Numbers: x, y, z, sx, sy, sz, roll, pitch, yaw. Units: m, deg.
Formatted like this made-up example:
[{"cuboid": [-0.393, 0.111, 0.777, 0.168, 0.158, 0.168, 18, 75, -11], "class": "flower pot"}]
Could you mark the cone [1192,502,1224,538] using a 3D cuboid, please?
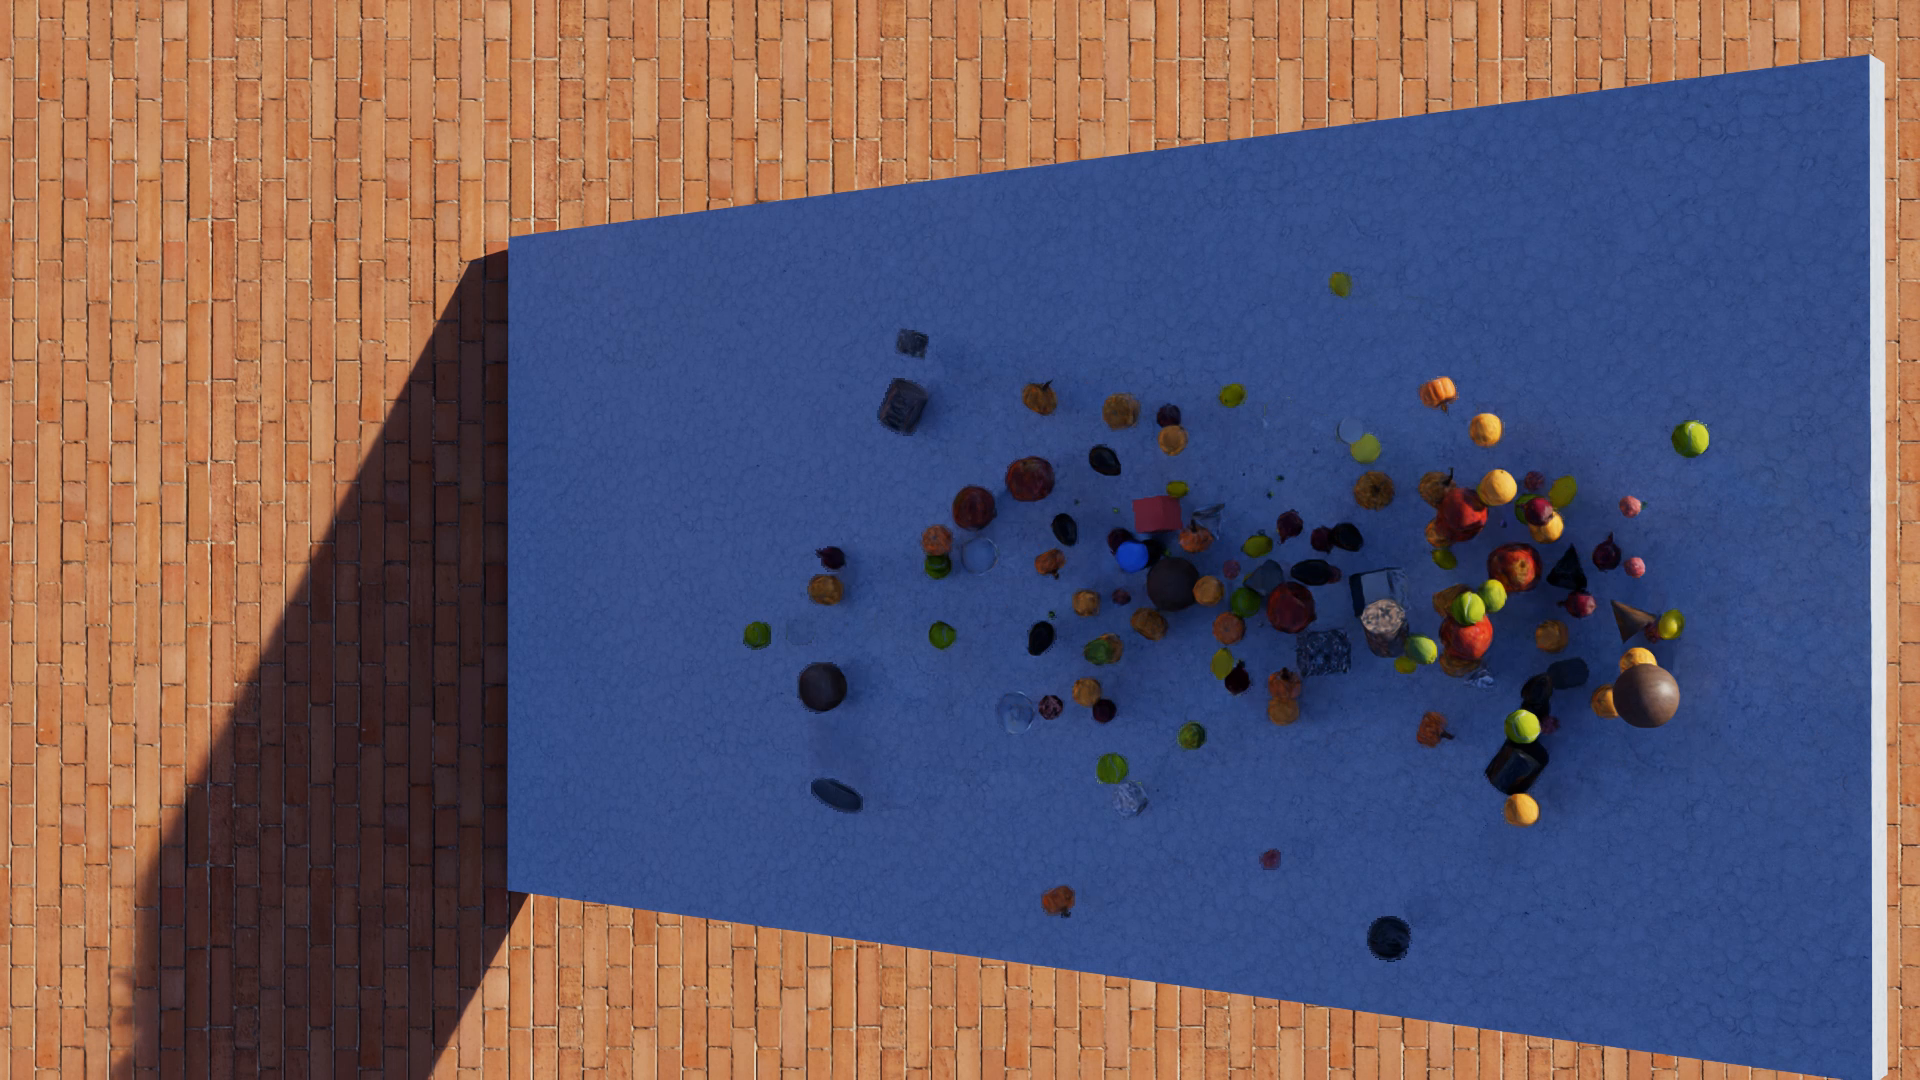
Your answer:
[{"cuboid": [0.592, -0.035, 5.143, 0.080, 0.080, 0.080, -20, 102, 0], "class": "cone"}]

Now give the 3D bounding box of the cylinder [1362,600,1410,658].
[{"cuboid": [0.906, 0.189, 4.676, 0.090, 0.090, 0.090, -11, 47, 13], "class": "cylinder"}]

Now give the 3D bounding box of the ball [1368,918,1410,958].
[{"cuboid": [0.947, 0.878, 4.850, 0.090, 0.090, 0.090, 0, 90, 0], "class": "ball"}]

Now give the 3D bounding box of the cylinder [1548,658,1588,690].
[{"cuboid": [1.272, 0.280, 4.603, 0.059, 0.059, 0.059, -10, 90, -31], "class": "cylinder"}]

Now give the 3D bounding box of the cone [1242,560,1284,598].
[{"cuboid": [0.680, 0.094, 5.037, 0.088, 0.088, 0.088, 11, 74, -43], "class": "cone"}]

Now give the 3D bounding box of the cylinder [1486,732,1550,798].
[{"cuboid": [1.180, 0.476, 4.657, 0.097, 0.097, 0.097, 26, 121, 0], "class": "cylinder"}]

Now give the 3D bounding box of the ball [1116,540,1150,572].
[{"cuboid": [0.407, 0.038, 5.197, 0.079, 0.079, 0.079, 0, 90, 0], "class": "ball"}]

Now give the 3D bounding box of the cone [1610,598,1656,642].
[{"cuboid": [1.365, 0.152, 4.519, 0.086, 0.086, 0.086, -42, 78, 0], "class": "cone"}]

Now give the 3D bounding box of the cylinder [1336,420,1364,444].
[{"cuboid": [0.853, -0.238, 4.820, 0.053, 0.053, 0.053, 0, 92, 2], "class": "cylinder"}]

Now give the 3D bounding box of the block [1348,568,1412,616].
[{"cuboid": [0.930, 0.116, 4.867, 0.093, 0.093, 0.093, -14, 81, 37], "class": "block"}]

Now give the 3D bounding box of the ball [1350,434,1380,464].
[{"cuboid": [0.905, -0.204, 4.905, 0.067, 0.067, 0.067, 0, 90, 0], "class": "ball"}]

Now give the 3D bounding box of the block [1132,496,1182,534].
[{"cuboid": [0.470, -0.060, 5.235, 0.080, 0.080, 0.080, -11, 83, 37], "class": "block"}]

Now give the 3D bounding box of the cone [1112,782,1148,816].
[{"cuboid": [0.413, 0.635, 5.245, 0.088, 0.088, 0.088, -1, 103, -5], "class": "cone"}]

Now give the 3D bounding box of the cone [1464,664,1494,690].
[{"cuboid": [1.111, 0.301, 4.731, 0.056, 0.056, 0.056, -13, 90, -7], "class": "cone"}]

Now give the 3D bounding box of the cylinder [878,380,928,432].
[{"cuboid": [-0.147, -0.346, 5.698, 0.100, 0.100, 0.100, 26, 113, 0], "class": "cylinder"}]

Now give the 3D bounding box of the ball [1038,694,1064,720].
[{"cuboid": [0.224, 0.413, 5.436, 0.061, 0.061, 0.061, 0, 90, 0], "class": "ball"}]

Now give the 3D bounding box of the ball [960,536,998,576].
[{"cuboid": [0.049, 0.040, 5.552, 0.098, 0.098, 0.098, 0, 90, 0], "class": "ball"}]

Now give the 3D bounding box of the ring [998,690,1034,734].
[{"cuboid": [0.139, 0.432, 5.517, 0.109, 0.036, 0.109, 3, 95, 40], "class": "ring"}]

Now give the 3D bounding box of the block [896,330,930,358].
[{"cuboid": [-0.124, -0.510, 5.718, 0.054, 0.054, 0.054, 25, 105, 35], "class": "block"}]

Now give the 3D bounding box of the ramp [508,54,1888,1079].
[{"cuboid": [0.224, 0.064, 5.540, 4.000, 0.100, 2.000, 0, 90, 38], "class": "ramp"}]
